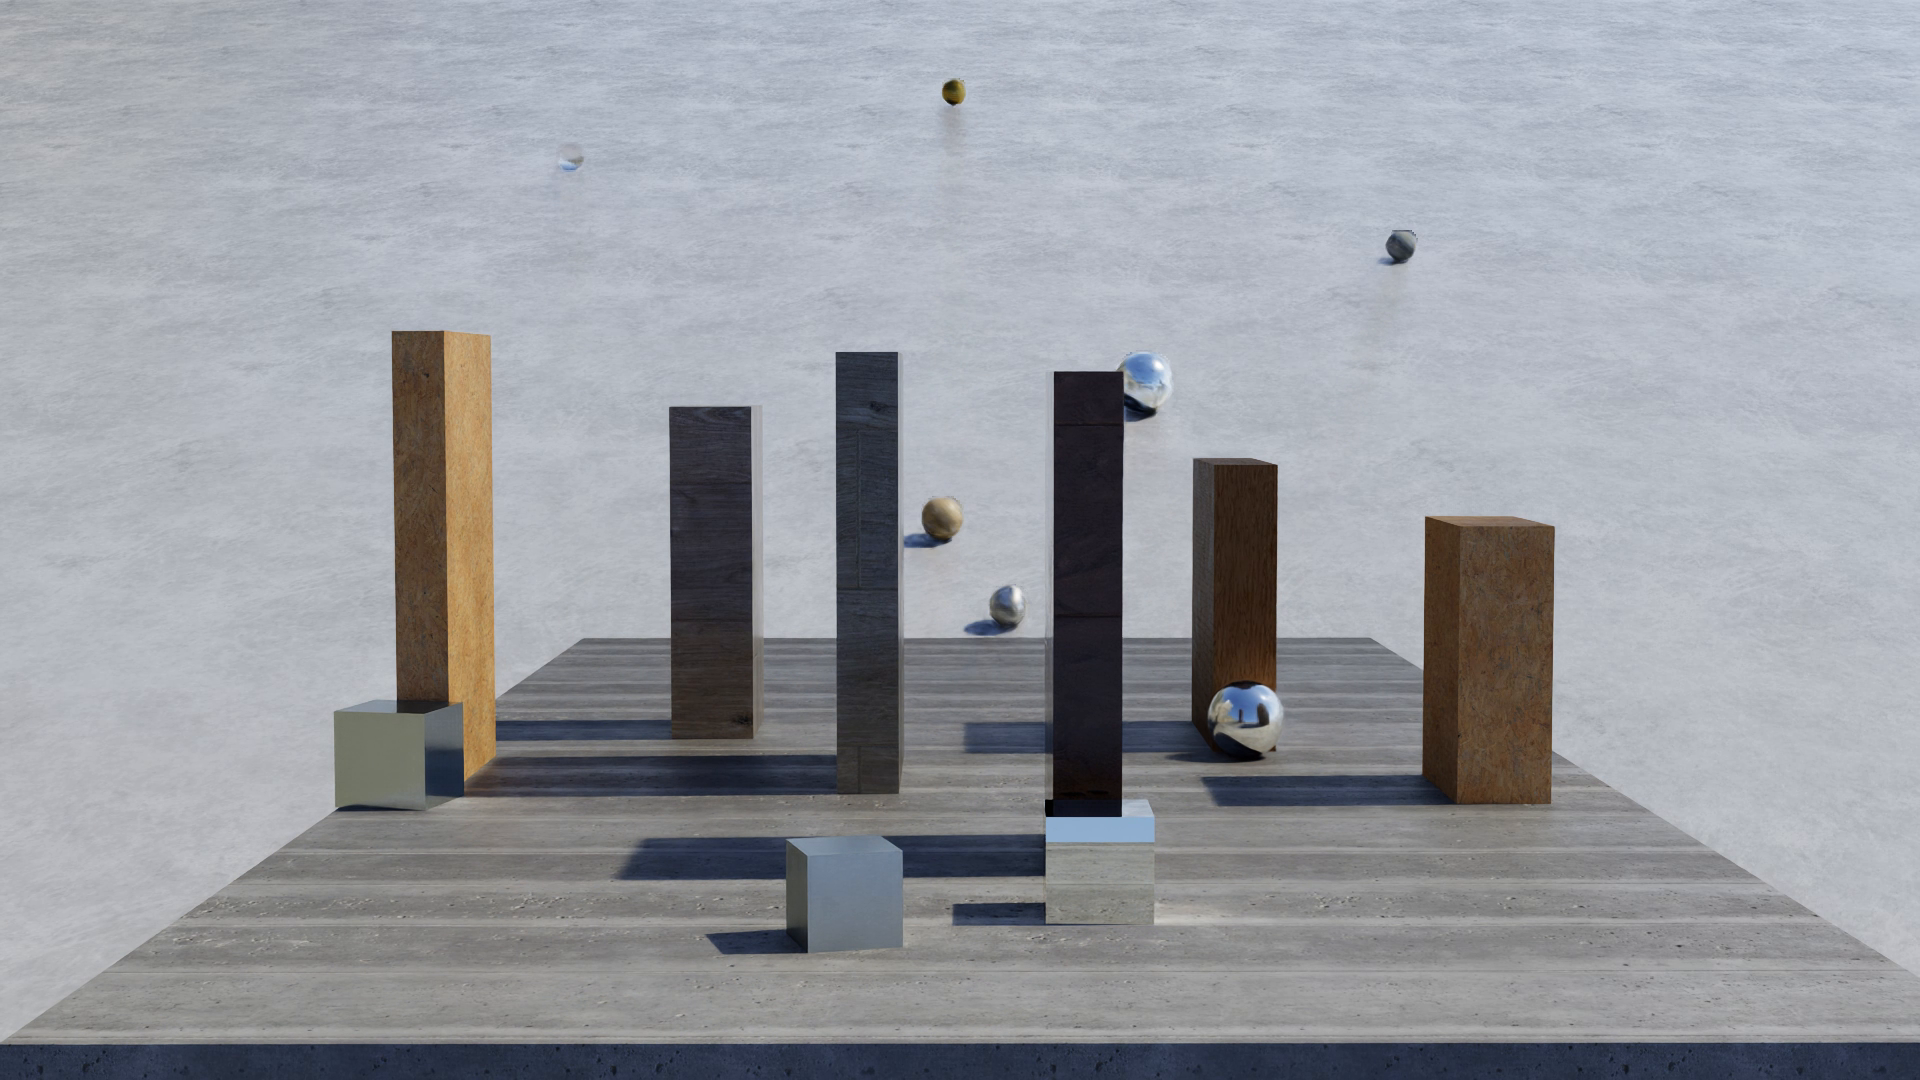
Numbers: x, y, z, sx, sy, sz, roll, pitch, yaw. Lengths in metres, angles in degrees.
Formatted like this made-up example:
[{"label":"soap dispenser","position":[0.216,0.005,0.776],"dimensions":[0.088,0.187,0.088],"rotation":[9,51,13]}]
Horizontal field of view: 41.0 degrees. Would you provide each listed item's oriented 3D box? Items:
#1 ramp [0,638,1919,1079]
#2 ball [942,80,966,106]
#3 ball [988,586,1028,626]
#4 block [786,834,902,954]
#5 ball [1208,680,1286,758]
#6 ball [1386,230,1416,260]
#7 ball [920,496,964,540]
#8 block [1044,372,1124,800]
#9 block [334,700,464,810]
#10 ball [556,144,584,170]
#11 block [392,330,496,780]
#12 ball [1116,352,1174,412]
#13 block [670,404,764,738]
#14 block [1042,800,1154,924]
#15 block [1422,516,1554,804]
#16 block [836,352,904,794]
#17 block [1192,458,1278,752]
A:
[{"label":"ramp","position":[0.047,0.423,4.534],"dimensions":[2.000,0.100,4.000],"rotation":[0,4,0]},{"label":"ball","position":[-0.034,-2.440,14.000],"dimensions":[0.135,0.135,0.135],"rotation":[0,20,0]},{"label":"ball","position":[0.130,0.176,6.848],"dimensions":[0.108,0.108,0.108],"rotation":[0,20,0]},{"label":"block","position":[-0.136,0.412,2.999],"dimensions":[0.112,0.112,0.112],"rotation":[-1,4,-16]},{"label":"ball","position":[0.497,0.310,4.455],"dimensions":[0.134,0.134,0.134],"rotation":[0,20,0]},{"label":"ball","position":[1.833,-1.223,10.672],"dimensions":[0.124,0.124,0.124],"rotation":[0,20,0]},{"label":"ball","position":[-0.052,-0.064,7.483],"dimensions":[0.124,0.124,0.124],"rotation":[0,20,0]},{"label":"block","position":[0.168,0.102,3.528],"dimensions":[0.091,0.665,0.311],"rotation":[0,4,0]},{"label":"block","position":[-0.870,0.332,3.990],"dimensions":[0.148,0.148,0.148],"rotation":[1,4,12]},{"label":"ball","position":[-1.879,-1.846,12.378],"dimensions":[0.127,0.127,0.127],"rotation":[0,20,0]},{"label":"block","position":[-0.851,0.024,4.256],"dimensions":[0.083,0.731,0.407],"rotation":[0,4,0]},{"label":"ball","position":[0.621,-0.533,8.658],"dimensions":[0.203,0.203,0.203],"rotation":[0,20,0]},{"label":"block","position":[-0.452,0.052,4.804],"dimensions":[0.149,0.606,0.270],"rotation":[0,4,0]},{"label":"block","position":[0.169,0.393,3.148],"dimensions":[0.130,0.130,0.130],"rotation":[0,4,0]},{"label":"block","position":[0.840,0.184,4.098],"dimensions":[0.145,0.429,0.295],"rotation":[0,4,0]},{"label":"block","position":[-0.146,0.040,4.256],"dimensions":[0.098,0.698,0.431],"rotation":[0,4,0]},{"label":"block","position":[0.501,0.108,4.714],"dimensions":[0.111,0.505,0.409],"rotation":[0,4,0]}]
